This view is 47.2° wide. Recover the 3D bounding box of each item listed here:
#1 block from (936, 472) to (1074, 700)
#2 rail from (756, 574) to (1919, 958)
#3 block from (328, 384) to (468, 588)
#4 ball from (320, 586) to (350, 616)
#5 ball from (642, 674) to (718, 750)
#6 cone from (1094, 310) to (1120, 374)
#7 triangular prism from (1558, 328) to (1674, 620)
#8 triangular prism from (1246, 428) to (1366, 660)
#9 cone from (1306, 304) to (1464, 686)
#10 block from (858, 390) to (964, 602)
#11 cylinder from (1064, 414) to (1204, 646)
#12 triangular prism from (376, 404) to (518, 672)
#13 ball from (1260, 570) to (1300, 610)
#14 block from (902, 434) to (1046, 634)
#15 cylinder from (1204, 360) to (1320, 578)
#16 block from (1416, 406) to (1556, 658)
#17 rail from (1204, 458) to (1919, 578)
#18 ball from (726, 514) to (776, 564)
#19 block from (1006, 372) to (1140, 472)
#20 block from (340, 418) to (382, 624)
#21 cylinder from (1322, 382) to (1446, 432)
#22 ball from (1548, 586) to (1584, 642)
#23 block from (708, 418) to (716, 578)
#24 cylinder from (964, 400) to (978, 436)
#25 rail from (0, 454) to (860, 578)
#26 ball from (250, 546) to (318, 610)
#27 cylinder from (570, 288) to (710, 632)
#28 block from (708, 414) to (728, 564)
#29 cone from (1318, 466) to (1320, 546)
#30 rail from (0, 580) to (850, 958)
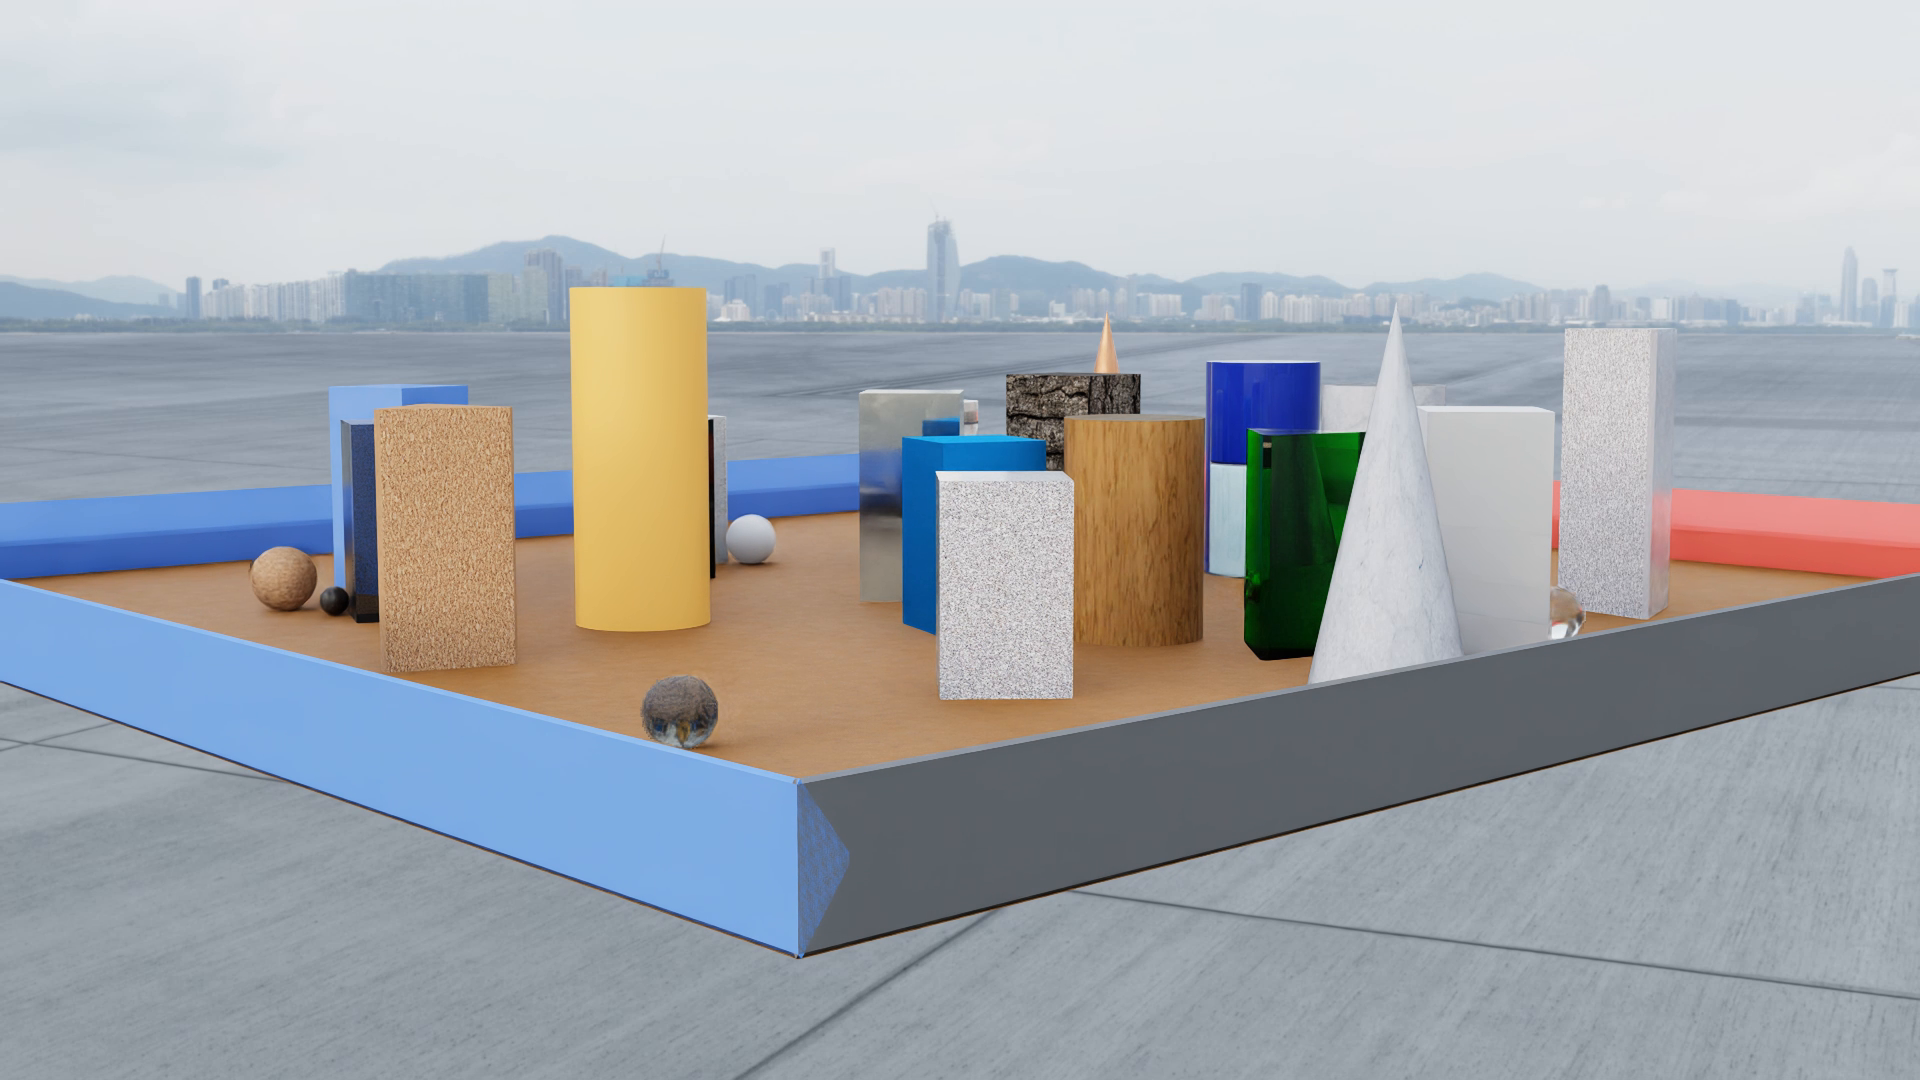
[{"bbox_3d":[0.050,0.050,2.576,0.152,0.250,0.152,0,6,-2],"label":"block"},{"bbox_3d":[0.850,0.129,2.416,2.660,0.124,0.045,-6,8,-42],"label":"rail"},{"bbox_3d":[-0.895,-0.086,3.526,0.152,0.321,0.152,3,7,29],"label":"block"},{"bbox_3d":[-0.909,0.089,3.198,0.042,0.042,0.042,0,6,0],"label":"ball"},{"bbox_3d":[-0.283,0.174,2.226,0.076,0.076,0.076,0,6,0],"label":"ball"},{"bbox_3d":[0.260,-0.187,3.908,0.190,0.441,0.190,0,6,0],"label":"cone"},{"bbox_3d":[0.999,-0.104,3.242,0.143,0.414,0.165,-4,7,-32],"label":"triangular prism"},{"bbox_3d":[0.420,0.000,2.874,0.165,0.286,0.143,-4,7,-30],"label":"triangular prism"},{"bbox_3d":[0.500,-0.049,2.543,0.190,0.452,0.190,0,6,0],"label":"cone"},{"bbox_3d":[-0.073,-0.072,3.406,0.152,0.317,0.152,0,6,3],"label":"block"},{"bbox_3d":[0.235,-0.017,2.981,0.190,0.298,0.190,0,6,0],"label":"cylinder"},{"bbox_3d":[-0.659,-0.008,2.776,0.165,0.322,0.143,-3,7,-23],"label":"triangular prism"},{"bbox_3d":[0.472,0.074,3.245,0.061,0.061,0.061,0,6,0],"label":"ball"},{"bbox_3d":[0.018,-0.009,3.063,0.152,0.264,0.152,-3,7,-23],"label":"block"},{"bbox_3d":[0.508,-0.122,3.701,0.190,0.355,0.190,0,6,0],"label":"cylinder"},{"bbox_3d":[0.654,-0.005,2.768,0.152,0.319,0.152,1,6,6],"label":"block"},{"bbox_3d":[0.960,-0.061,4.213,0.045,0.124,2.556,-6,8,-42],"label":"rail"},{"bbox_3d":[-0.364,-0.002,3.837,0.087,0.087,0.087,0,6,0],"label":"ball"},{"bbox_3d":[0.179,-0.091,3.473,0.152,0.341,0.152,4,7,36],"label":"block"},{"bbox_3d":[-0.811,-0.032,3.200,0.152,0.282,0.152,-2,6,-21],"label":"block"},{"bbox_3d":[0.659,-0.080,3.437,0.190,0.326,0.190,0,6,0],"label":"cylinder"},{"bbox_3d":[0.784,0.101,2.910,0.078,0.078,0.078,0,6,0],"label":"ball"},{"bbox_3d":[-0.512,-0.067,3.620,0.152,0.263,0.152,6,8,42],"label":"block"},{"bbox_3d":[-0.063,-0.096,3.787,0.190,0.286,0.190,0,6,0],"label":"cylinder"},{"bbox_3d":[-0.850,-0.065,4.249,2.660,0.124,0.045,-6,8,-42],"label":"rail"},{"bbox_3d":[-0.999,0.056,3.247,0.095,0.095,0.095,0,6,0],"label":"ball"},{"bbox_3d":[-0.451,-0.119,3.108,0.190,0.473,0.190,0,6,0],"label":"cylinder"},{"bbox_3d":[-0.513,-0.089,3.857,0.152,0.257,0.152,-4,7,-36],"label":"block"},{"bbox_3d":[0.627,-0.132,4.015,0.190,0.309,0.190,0,6,0],"label":"cone"},{"bbox_3d":[-0.960,0.125,2.451,0.045,0.124,2.556,-6,8,-42],"label":"rail"}]
